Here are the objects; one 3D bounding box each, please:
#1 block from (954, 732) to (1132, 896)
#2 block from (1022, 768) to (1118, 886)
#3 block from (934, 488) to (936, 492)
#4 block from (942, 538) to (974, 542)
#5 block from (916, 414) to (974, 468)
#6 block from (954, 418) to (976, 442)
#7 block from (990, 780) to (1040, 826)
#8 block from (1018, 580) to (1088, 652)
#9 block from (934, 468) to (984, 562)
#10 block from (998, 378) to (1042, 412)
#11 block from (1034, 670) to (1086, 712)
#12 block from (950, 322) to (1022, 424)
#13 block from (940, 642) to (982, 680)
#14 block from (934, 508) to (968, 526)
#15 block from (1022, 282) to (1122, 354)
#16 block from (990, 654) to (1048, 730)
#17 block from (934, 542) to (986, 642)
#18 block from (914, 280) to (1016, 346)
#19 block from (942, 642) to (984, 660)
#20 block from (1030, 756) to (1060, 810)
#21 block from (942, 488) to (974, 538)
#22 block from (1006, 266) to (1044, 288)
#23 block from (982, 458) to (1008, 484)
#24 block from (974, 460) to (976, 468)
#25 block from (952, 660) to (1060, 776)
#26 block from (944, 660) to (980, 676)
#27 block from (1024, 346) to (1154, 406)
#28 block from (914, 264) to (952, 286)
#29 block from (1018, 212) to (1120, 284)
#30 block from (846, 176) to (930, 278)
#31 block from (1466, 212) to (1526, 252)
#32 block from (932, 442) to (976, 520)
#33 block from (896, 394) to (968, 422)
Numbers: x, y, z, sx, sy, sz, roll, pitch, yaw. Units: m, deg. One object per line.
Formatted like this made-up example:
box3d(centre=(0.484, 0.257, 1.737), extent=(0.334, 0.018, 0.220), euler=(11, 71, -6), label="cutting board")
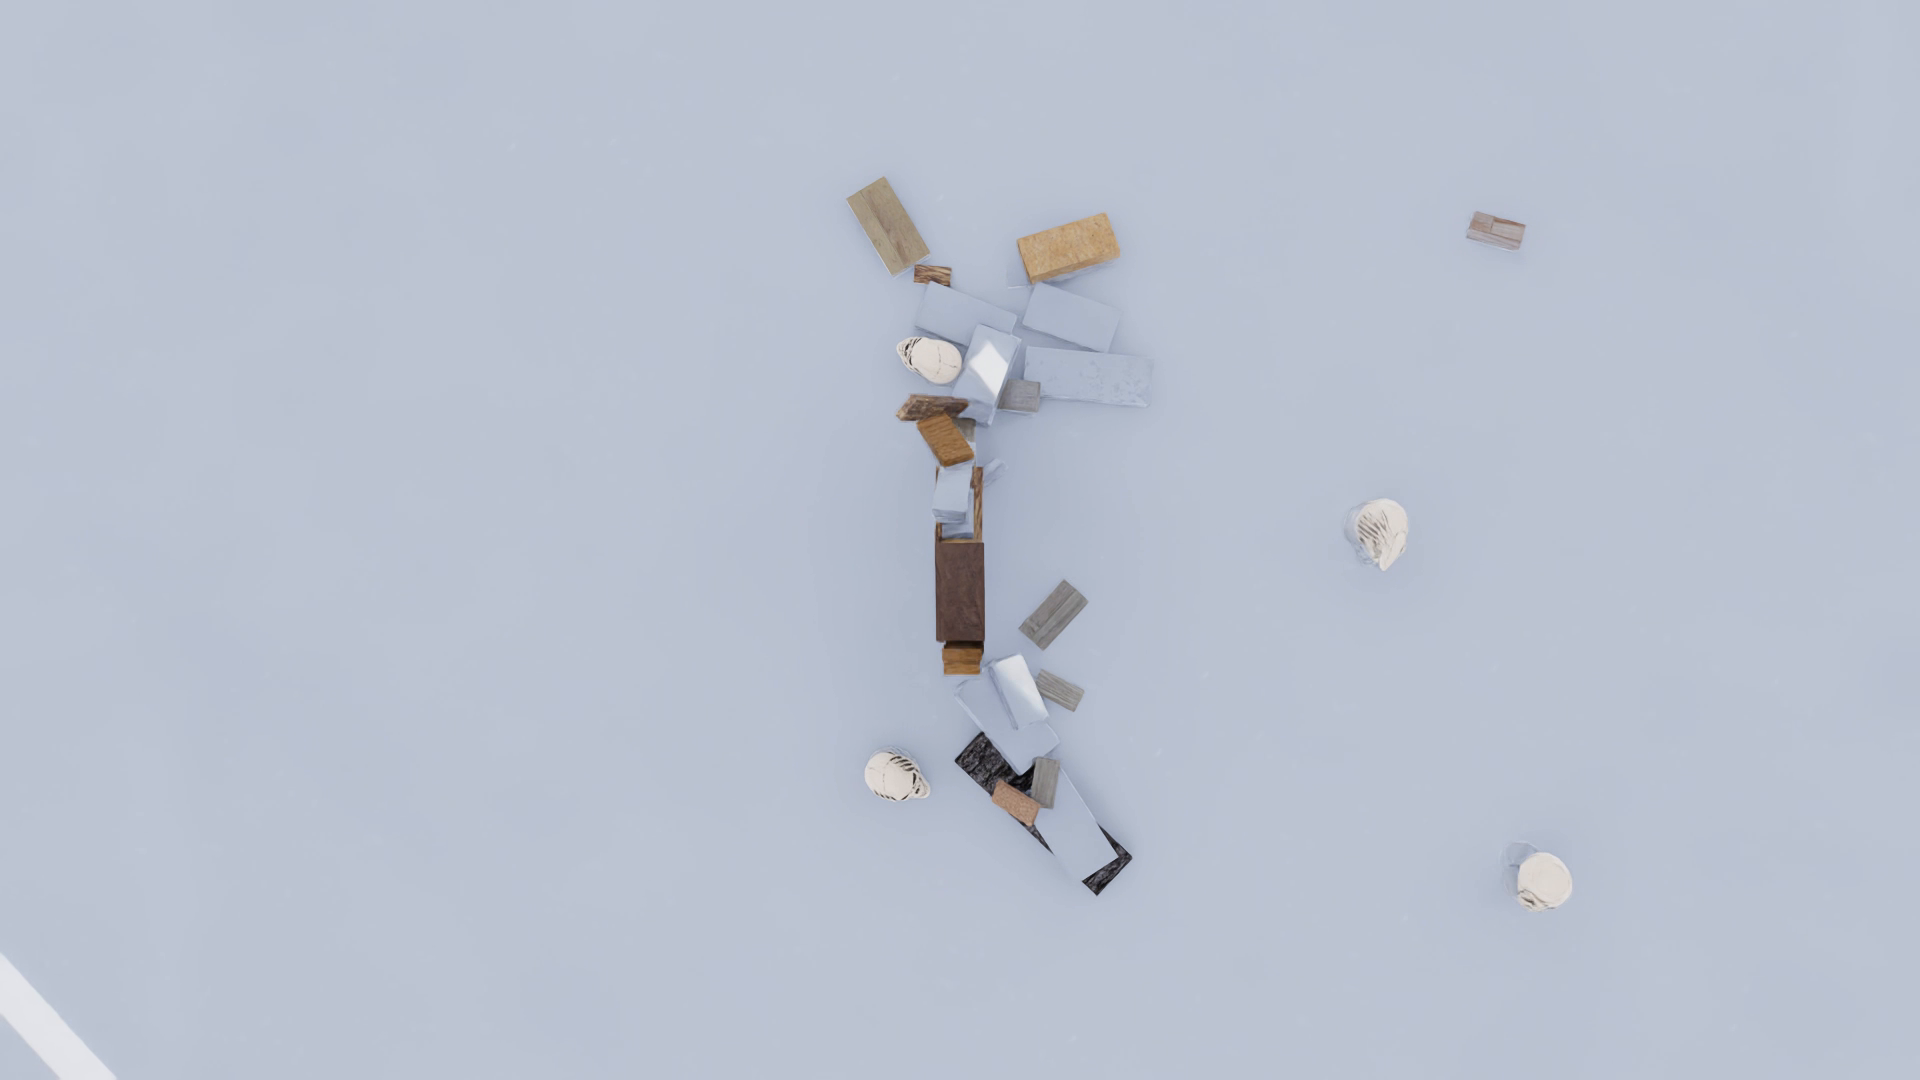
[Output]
box3d(centre=(0.276, 0.892, 5.476), extent=(0.648, 0.049, 0.172), euler=(43, 90, 0), label="block")
box3d(centre=(0.353, 0.941, 5.427), extent=(0.172, 0.049, 0.345), euler=(-33, 90, 0), label="block")
box3d(centre=(-0.004, -0.169, 5.350), extent=(0.149, 0.298, 0.042), euler=(3, 95, 0), label="block")
box3d(centre=(-0.006, -0.002, 5.063), extent=(0.095, 0.191, 0.027), euler=(1, 106, 0), label="block")
box3d(centre=(-0.047, -0.314, 5.176), extent=(0.102, 0.029, 0.204), euler=(-18, 48, -17), label="block")
box3d(centre=(-0.001, -0.321, 5.424), extent=(0.101, 0.029, 0.202), euler=(3, 50, 0), label="block")
box3d(centre=(0.181, 0.860, 5.392), extent=(0.160, 0.023, 0.080), euler=(30, 118, 24), label="block")
box3d(centre=(0.311, 0.249, 5.484), extent=(0.113, 0.032, 0.225), euler=(42, 90, 0), label="block")
box3d(centre=(-0.004, -0.078, 5.179), extent=(0.149, 0.042, 0.298), euler=(1, 91, 0), label="block")
box3d(centre=(0.163, -0.481, 5.444), extent=(0.202, 0.029, 0.101), euler=(8, 97, 22), label="block")
box3d(centre=(0.326, 0.501, 5.489), extent=(0.160, 0.023, 0.080), euler=(27, 90, 0), label="block")
box3d(centre=(0.080, -0.548, 5.430), extent=(0.149, 0.042, 0.298), euler=(23, 102, 15), label="block")
box3d(centre=(0.001, 0.309, 5.216), extent=(0.133, 0.038, 0.266), euler=(0, 90, 0), label="block")
box3d(centre=(-0.021, -0.129, 5.082), extent=(0.095, 0.027, 0.191), euler=(8, 47, 0), label="block")
box3d(centre=(0.371, -0.738, 5.470), extent=(0.298, 0.042, 0.149), euler=(19, 96, -1), label="block")
box3d(centre=(0.194, 0.498, 5.431), extent=(0.113, 0.032, 0.225), euler=(-21, 82, -17), label="block")
box3d(centre=(0.000, 0.152, 4.849), extent=(0.145, 0.041, 0.290), euler=(-1, 90, 0), label="block")
box3d(centre=(0.019, -0.730, 5.469), extent=(0.309, 0.044, 0.154), euler=(22, 97, 0), label="block")
box3d(centre=(0.012, 0.327, 4.914), extent=(0.112, 0.251, 0.032), euler=(1, 93, 3), label="block")
box3d(centre=(0.277, 0.795, 5.391), extent=(0.080, 0.023, 0.160), euler=(9, 90, 0), label="block")
box3d(centre=(-0.006, -0.083, 5.082), extent=(0.095, 0.027, 0.191), euler=(1, 46, 0), label="block")
box3d(centre=(0.217, -0.877, 5.491), extent=(0.122, 0.017, 0.061), euler=(-8, 90, 0), label="block")
box3d(centre=(0.106, -0.228, 5.412), extent=(0.087, 0.175, 0.025), euler=(-39, 100, 0), label="block")
box3d(centre=(0.003, -0.227, 5.399), extent=(0.101, 0.202, 0.029), euler=(3, 106, 0), label="block")
box3d(centre=(0.153, 0.588, 5.442), extent=(0.172, 0.049, 0.345), euler=(-38, 87, -18), label="block")
box3d(centre=(0.007, 0.364, 4.767), extent=(0.102, 0.204, 0.029), euler=(1, 93, 1), label="block")
box3d(centre=(0.424, -0.543, 5.461), extent=(0.419, 0.044, 0.154), euler=(5, 92, 0), label="block")
box3d(centre=(-0.092, -0.881, 5.491), extent=(0.121, 0.017, 0.061), euler=(5, 90, 0), label="block")
box3d(centre=(0.359, -0.965, 5.449), extent=(0.309, 0.044, 0.154), euler=(-17, 66, 0), label="block")
box3d(centre=(-0.237, -1.040, 5.479), extent=(0.149, 0.042, 0.298), euler=(-31, 90, 0), label="block")
box3d(centre=(1.784, -1.027, 5.488), extent=(0.175, 0.025, 0.087), euler=(15, 90, 0), label="block")
box3d(centre=(-0.017, -0.190, 5.096), extent=(0.102, 0.029, 0.317), euler=(6, 45, 3), label="block")
box3d(centre=(-0.087, -0.422, 5.313), extent=(0.025, 0.309, 0.087), euler=(50, 116, 20), label="block")
